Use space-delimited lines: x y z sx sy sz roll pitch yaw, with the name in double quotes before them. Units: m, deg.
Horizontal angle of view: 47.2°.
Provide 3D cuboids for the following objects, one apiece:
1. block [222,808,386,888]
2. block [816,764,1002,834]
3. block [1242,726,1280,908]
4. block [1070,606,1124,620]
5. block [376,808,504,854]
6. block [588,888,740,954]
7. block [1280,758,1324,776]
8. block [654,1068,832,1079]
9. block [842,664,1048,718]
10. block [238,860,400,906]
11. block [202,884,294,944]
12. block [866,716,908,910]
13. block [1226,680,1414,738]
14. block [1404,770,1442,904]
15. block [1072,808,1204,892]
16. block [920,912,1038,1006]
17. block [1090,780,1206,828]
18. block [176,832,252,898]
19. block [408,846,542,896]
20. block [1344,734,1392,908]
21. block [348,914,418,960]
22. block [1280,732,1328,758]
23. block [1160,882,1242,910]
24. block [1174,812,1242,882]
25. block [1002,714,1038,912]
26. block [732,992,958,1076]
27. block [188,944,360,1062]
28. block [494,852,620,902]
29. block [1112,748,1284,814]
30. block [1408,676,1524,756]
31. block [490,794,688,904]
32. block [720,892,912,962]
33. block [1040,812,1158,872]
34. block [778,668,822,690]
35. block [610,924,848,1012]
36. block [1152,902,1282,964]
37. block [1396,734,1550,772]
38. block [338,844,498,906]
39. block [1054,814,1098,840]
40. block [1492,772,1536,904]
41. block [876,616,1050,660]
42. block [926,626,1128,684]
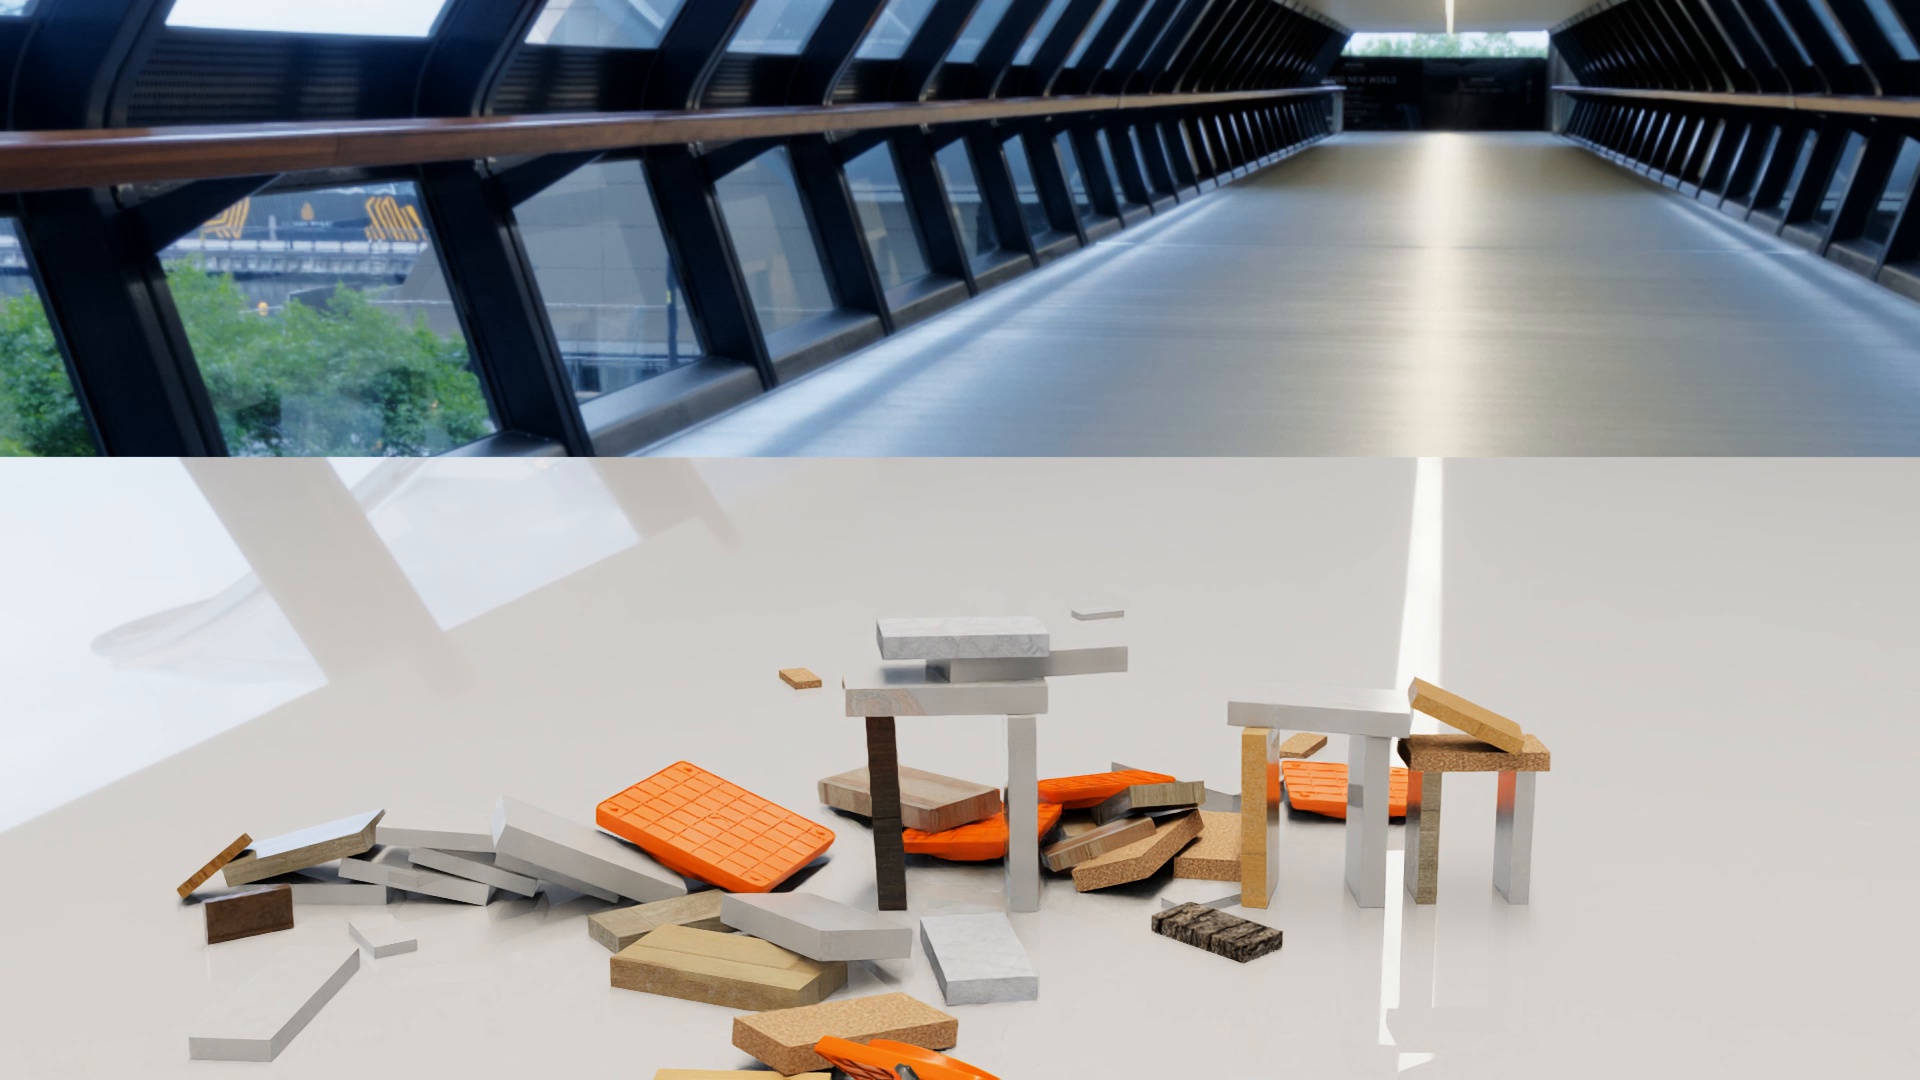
"block" -1.083 0.510 3.648 0.245 0.035 0.122 -15 10 6
"block" -0.097 0.468 4.021 0.153 0.043 0.375 -13 10 -34
"block" 0.498 0.445 3.645 0.041 0.293 0.146 2 11 16
"block" 0.360 0.192 5.763 0.125 0.018 0.063 -5 12 -24
"block" -0.847 0.479 3.634 0.211 0.030 0.106 5 10 -3
"block" -0.460 0.606 3.491 0.229 0.033 0.115 -7 13 -33
"block" 0.657 0.451 4.368 0.123 0.017 0.062 1 11 4
"block" -0.287 0.726 2.847 0.230 0.033 0.115 1 11 4
"block" -0.027 0.244 3.606 0.327 0.046 0.163 -1 11 -5
"block" -1.064 0.572 3.673 0.245 0.035 0.122 0 11 1
"block" -1.125 0.591 3.476 0.134 0.067 0.019 -7 11 -33
"block" -0.123 0.428 3.638 0.046 0.327 0.163 -4 11 -2
"block" 0.597 0.278 3.630 0.292 0.041 0.146 3 11 14
"block" 0.768 0.478 3.652 0.032 0.227 0.113 0 11 0
"block" 0.307 0.528 3.757 0.133 0.038 0.265 -17 3 29
"block" 0.026 0.633 3.335 0.135 0.038 0.269 -1 10 -9
"block" 0.332 0.471 3.901 0.133 0.038 0.266 -2 -15 -12
"block" -1.236 0.539 3.648 0.134 0.019 0.067 -40 7 -12
"block" -0.799 0.533 3.658 0.212 0.030 0.106 17 10 -3
"block" 0.676 0.445 3.648 0.041 0.292 0.146 0 11 0
"block" -0.906 0.621 3.450 0.067 0.019 0.134 -6 12 -31
"block" 0.699 0.424 4.514 0.062 0.017 0.154 6 12 28
"block" 0.397 0.592 3.612 0.123 0.017 0.062 -7 13 -35
"block" 0.452 0.536 3.859 0.133 0.038 0.266 2 11 10
"block" 0.099 0.430 3.632 0.046 0.327 0.163 -1 11 -2
"block" -0.156 0.674 3.015 0.282 0.038 0.135 0 7 -38
"block" -0.984 0.665 3.176 0.115 0.033 0.348 1 11 5
"block" -0.660 0.543 3.667 0.212 0.030 0.106 17 10 -1
"block" 0.455 0.464 4.230 0.153 0.043 0.305 -10 14 -42
"block" 0.826 0.287 3.596 0.189 0.027 0.095 25 15 2
"block" -0.608 0.513 3.594 0.315 0.045 0.157 24 4 -18
"block" -0.224 0.590 3.371 0.157 0.045 0.315 5 -1 -33
"block" 0.236 0.517 3.770 0.189 0.027 0.095 -19 3 -8
"block" -0.369 0.319 5.077 0.063 0.018 0.125 -4 11 -22
"block" -0.344 0.640 3.276 0.315 0.045 0.158 4 11 23
"block" 0.403 0.616 3.458 0.094 0.027 0.189 -10 14 -42
"block" 0.846 0.350 3.627 0.227 0.032 0.113 0 10 0
"block" -0.895 0.548 3.663 0.245 0.035 0.122 12 10 -2
"block" 0.214 0.524 3.977 0.063 0.018 0.125 -1 11 -8
"block" 0.920 0.478 3.652 0.032 0.227 0.113 1 11 0
"block" 0.003 0.159 3.596 0.269 0.038 0.135 -1 11 -6
"block" 0.110 0.190 3.659 0.305 0.043 0.153 -3 11 -16
